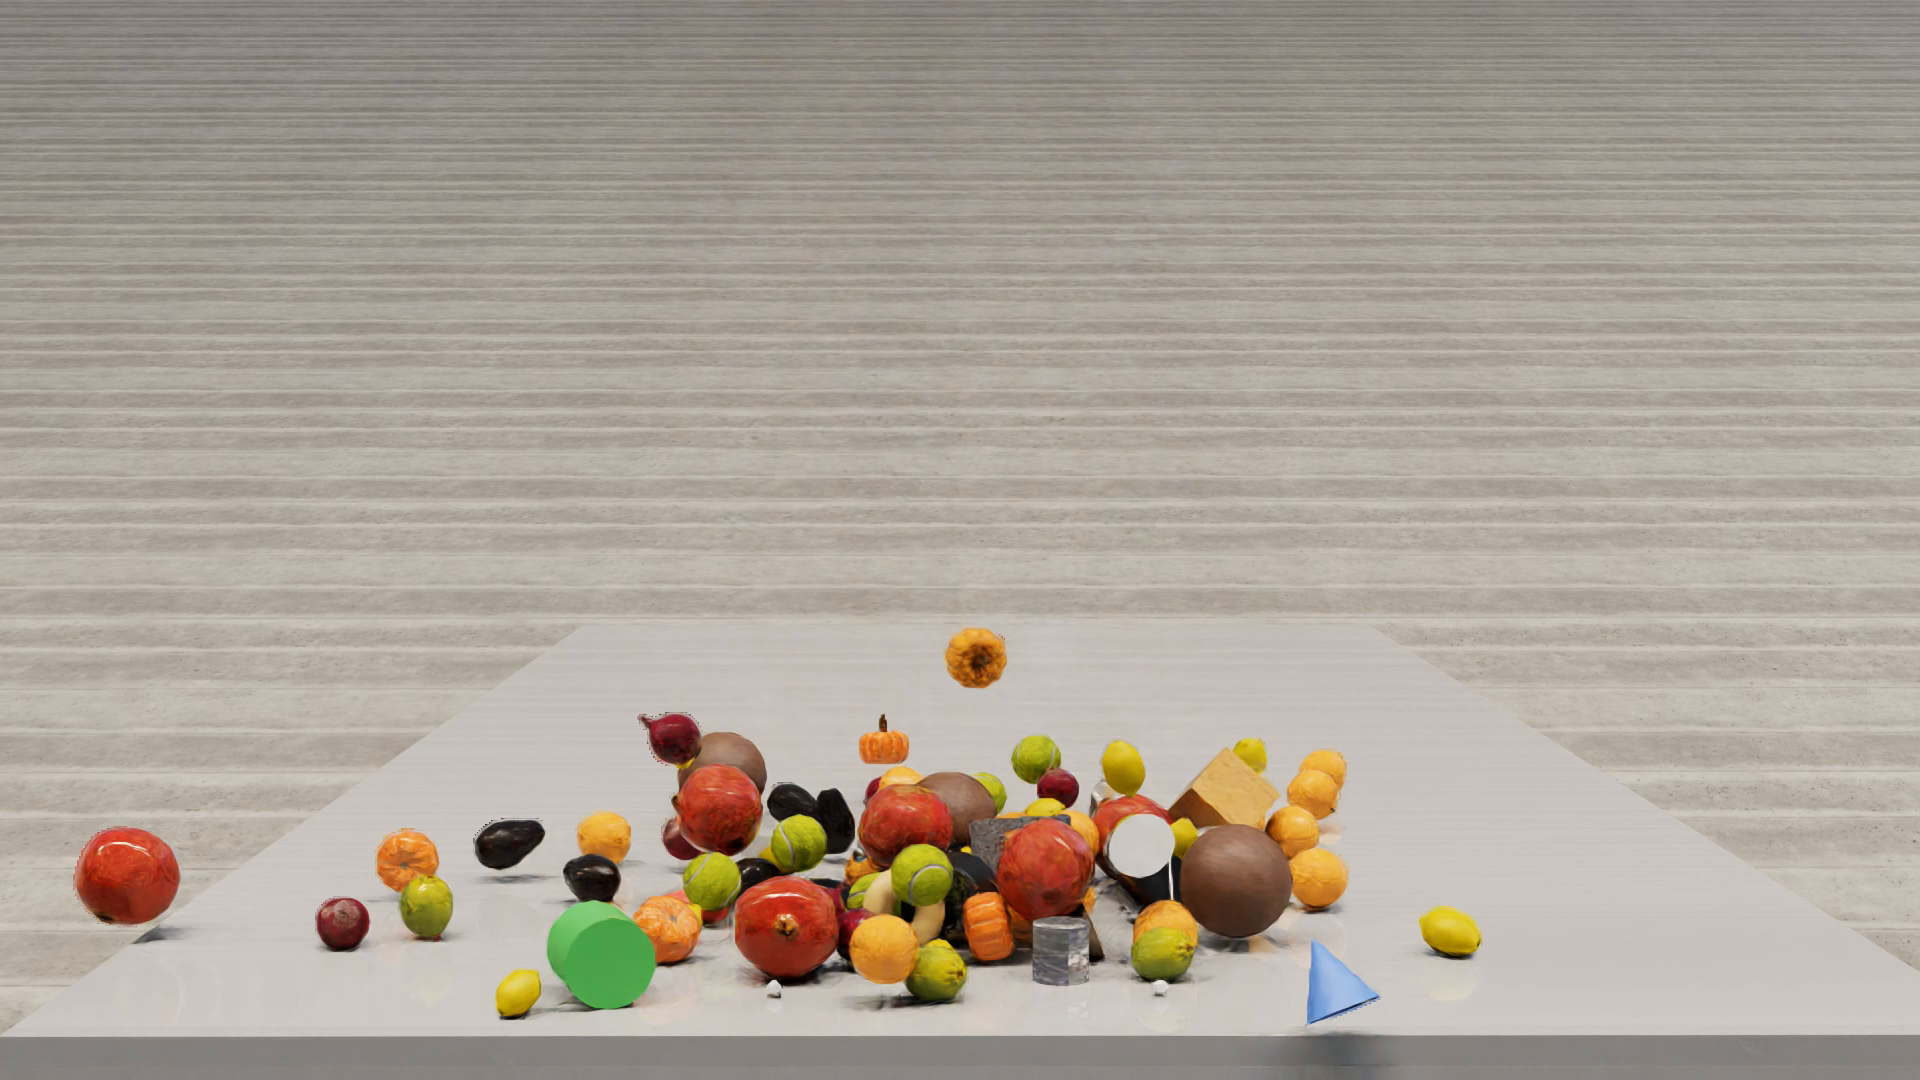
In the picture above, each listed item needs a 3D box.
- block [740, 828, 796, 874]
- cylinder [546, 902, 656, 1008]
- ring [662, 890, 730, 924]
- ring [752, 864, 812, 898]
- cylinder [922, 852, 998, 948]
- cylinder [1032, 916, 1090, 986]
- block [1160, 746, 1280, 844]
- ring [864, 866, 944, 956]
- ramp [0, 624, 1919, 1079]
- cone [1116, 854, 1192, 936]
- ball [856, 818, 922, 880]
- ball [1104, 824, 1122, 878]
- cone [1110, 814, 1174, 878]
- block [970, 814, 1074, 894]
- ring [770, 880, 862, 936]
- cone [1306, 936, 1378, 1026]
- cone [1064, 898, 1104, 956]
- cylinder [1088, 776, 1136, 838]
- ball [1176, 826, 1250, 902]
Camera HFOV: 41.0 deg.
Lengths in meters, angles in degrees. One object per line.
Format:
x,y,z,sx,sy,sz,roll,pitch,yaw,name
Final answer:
-0.250,0.407,3.348,0.052,0.052,0.052,1,2,35,block
-0.376,0.433,2.684,0.095,0.095,0.095,-8,4,-22,cylinder
-0.317,0.440,3.080,0.083,0.028,0.083,2,6,0,ring
-0.224,0.429,3.223,0.077,0.026,0.077,0,12,0,ring
-0.011,0.414,2.960,0.094,0.094,0.094,5,5,13,cylinder
0.109,0.444,2.771,0.061,0.061,0.061,0,4,0,cylinder
0.339,0.351,3.359,0.095,0.095,0.095,42,48,5,block
-0.063,0.416,2.878,0.101,0.101,0.034,-12,1,-30,ring
0.045,0.403,4.539,2.000,0.100,4.000,0,4,0,ramp
0.241,0.436,3.021,0.095,0.095,0.095,-4,31,-11,cone
-0.090,0.397,3.276,0.085,0.085,0.085,0,19,0,ball
0.216,0.387,3.192,0.076,0.076,0.076,0,19,0,ball
0.212,0.352,2.843,0.075,0.075,0.075,-10,59,17,cone
0.076,0.387,3.157,0.091,0.091,0.091,-7,-7,31,block
-0.169,0.432,3.018,0.109,0.036,0.109,-3,18,1,ring
0.362,0.426,2.524,0.078,0.078,0.078,-20,-15,-5,cone
0.115,0.448,2.872,0.072,0.072,0.072,-22,22,-4,cone
0.213,0.374,3.587,0.062,0.062,0.062,3,45,-3,cylinder
0.312,0.399,3.168,0.092,0.092,0.092,0,19,0,ball
